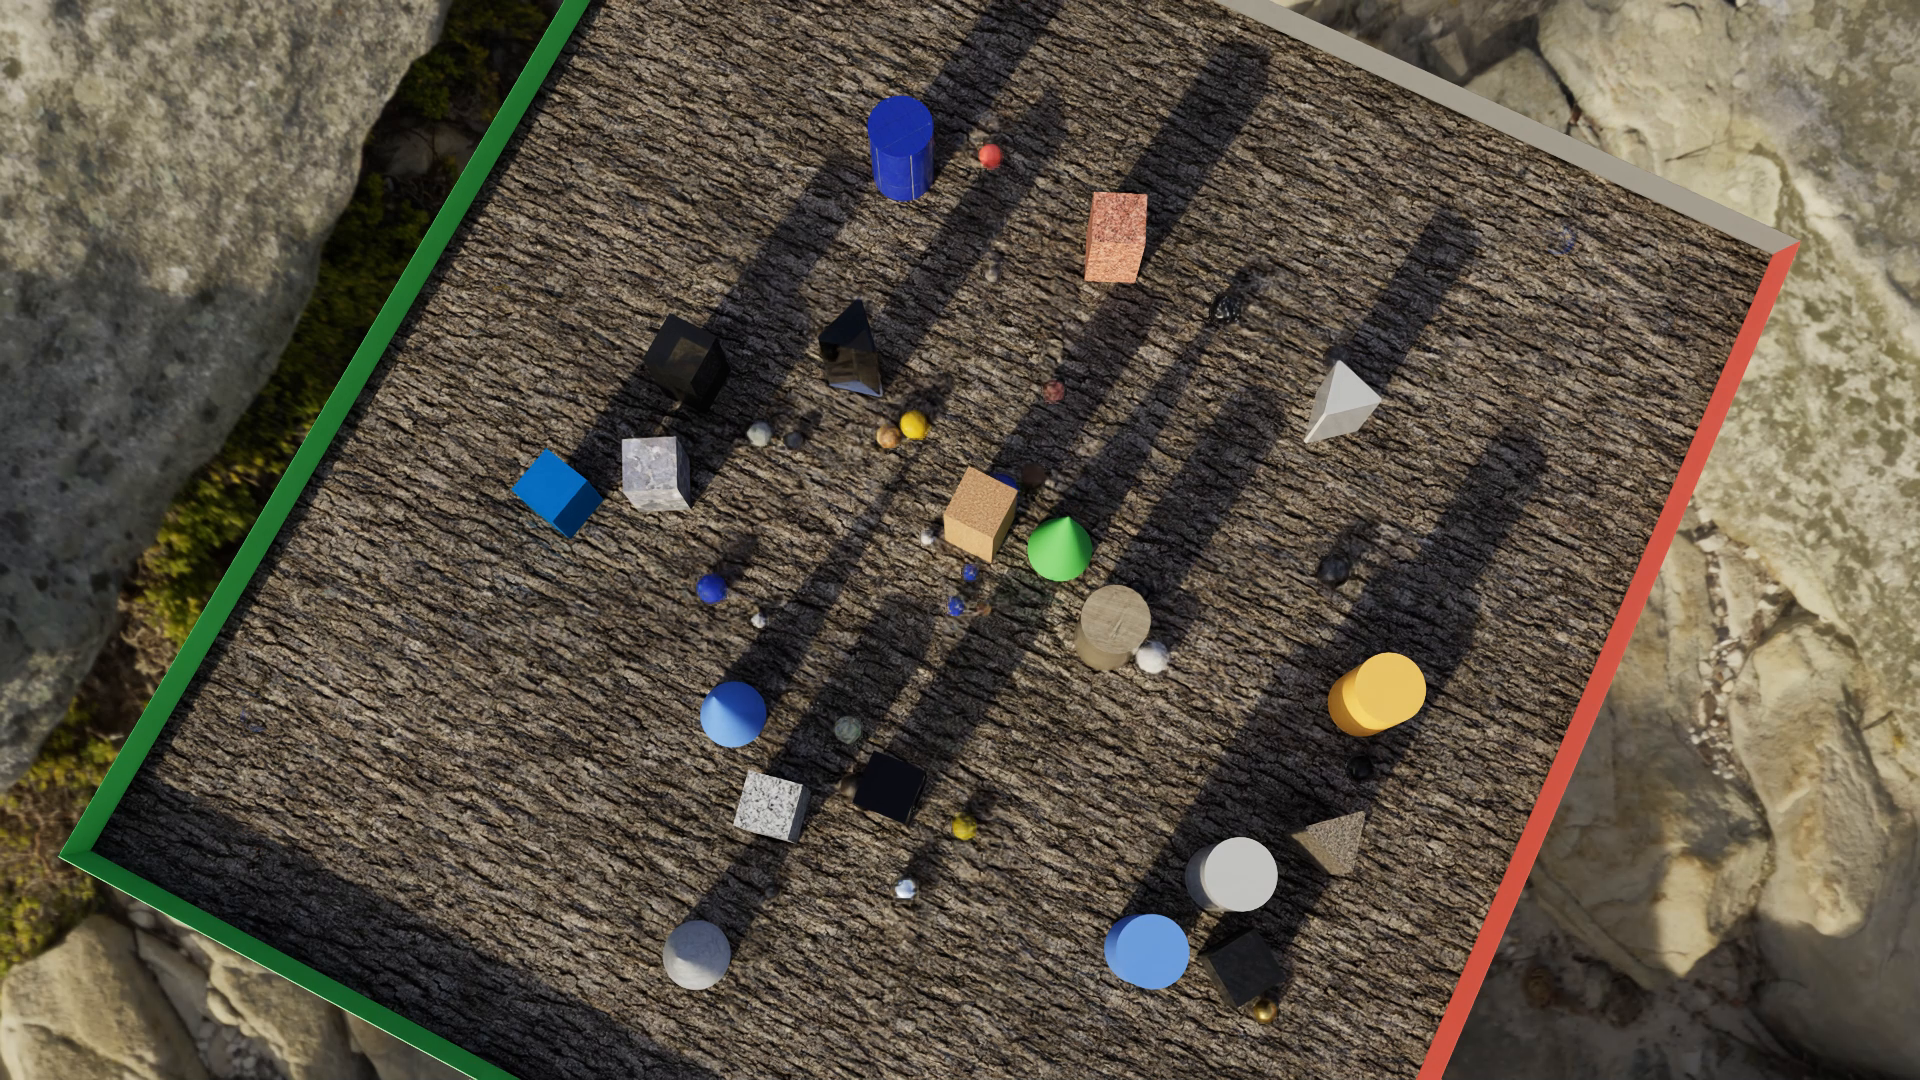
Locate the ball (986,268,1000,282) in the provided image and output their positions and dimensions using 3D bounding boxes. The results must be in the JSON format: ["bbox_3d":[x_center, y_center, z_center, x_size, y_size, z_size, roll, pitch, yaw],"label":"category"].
[{"bbox_3d":[0.101,-0.833,5.766,0.045,0.045,0.045,0,78,0],"label":"ball"}]

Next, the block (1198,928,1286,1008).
[{"bbox_3d":[0.801,1.219,5.239,0.159,0.245,0.159,-30,80,-6],"label":"block"}]

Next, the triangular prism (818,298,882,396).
[{"bbox_3d":[-0.308,-0.584,5.506,0.172,0.453,0.149,14,79,3],"label":"triangular prism"}]

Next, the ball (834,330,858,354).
[{"bbox_3d":[-0.357,-0.617,5.706,0.075,0.075,0.075,0,78,0],"label":"ball"}]

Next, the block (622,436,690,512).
[{"bbox_3d":[-0.912,-0.196,5.517,0.159,0.275,0.159,-3,78,-1],"label":"block"}]

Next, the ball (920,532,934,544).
[{"bbox_3d":[-0.099,-0.006,5.596,0.042,0.042,0.042,0,78,0],"label":"ball"}]

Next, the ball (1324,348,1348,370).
[{"bbox_3d":[1.170,-0.561,5.696,0.073,0.073,0.073,0,78,0],"label":"ball"}]

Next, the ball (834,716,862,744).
[{"bbox_3d":[-0.334,0.565,5.458,0.082,0.082,0.082,0,78,0],"label":"ball"}]

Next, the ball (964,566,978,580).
[{"bbox_3d":[0.033,0.101,5.572,0.046,0.046,0.046,0,78,0],"label":"ball"}]

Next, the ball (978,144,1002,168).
[{"bbox_3d":[0.097,-1.223,5.832,0.074,0.074,0.074,0,78,0],"label":"ball"}]

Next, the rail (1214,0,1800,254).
[{"bbox_3d":[0.887,-1.731,5.908,3.822,0.129,0.045,26,80,5],"label":"rail"}]

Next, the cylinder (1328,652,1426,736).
[{"bbox_3d":[1.206,0.454,5.323,0.199,0.391,0.199,0,78,0],"label":"cylinder"}]

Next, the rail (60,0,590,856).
[{"bbox_3d":[-1.688,-0.820,5.719,0.045,0.129,4.015,26,80,5],"label":"rail"}]

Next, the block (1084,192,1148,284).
[{"bbox_3d":[0.476,-0.926,5.635,0.159,0.340,0.159,3,78,1],"label":"block"}]

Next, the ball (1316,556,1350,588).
[{"bbox_3d":[1.130,0.097,5.546,0.098,0.098,0.098,0,78,0],"label":"ball"}]

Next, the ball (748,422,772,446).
[{"bbox_3d":[-0.616,-0.327,5.646,0.076,0.076,0.076,0,78,0],"label":"ball"}]

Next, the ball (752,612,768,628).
[{"bbox_3d":[-0.606,0.243,5.543,0.046,0.046,0.046,0,78,0],"label":"ball"}]

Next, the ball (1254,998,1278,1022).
[{"bbox_3d":[0.883,1.360,5.301,0.068,0.068,0.068,0,78,0],"label":"ball"}]

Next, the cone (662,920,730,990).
[{"bbox_3d":[-0.771,1.178,5.186,0.199,0.367,0.199,0,78,0],"label":"cone"}]

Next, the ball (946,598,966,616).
[{"bbox_3d":[-0.012,0.203,5.547,0.055,0.055,0.055,0,78,0],"label":"ball"}]

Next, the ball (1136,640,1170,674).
[{"bbox_3d":[0.577,0.350,5.494,0.099,0.099,0.099,0,78,0],"label":"ball"}]

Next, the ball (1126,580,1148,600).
[{"bbox_3d":[0.532,0.162,5.543,0.078,0.078,0.078,0,78,0],"label":"ball"}]

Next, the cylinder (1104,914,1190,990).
[{"bbox_3d":[0.522,1.156,5.164,0.199,0.417,0.199,0,78,0],"label":"cylinder"}]

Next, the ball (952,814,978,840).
[{"bbox_3d":[0.015,0.845,5.403,0.076,0.076,0.076,0,78,0],"label":"ball"}]

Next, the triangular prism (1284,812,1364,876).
[{"bbox_3d":[1.073,0.843,5.262,0.149,0.353,0.172,-44,82,-8],"label":"triangular prism"}]

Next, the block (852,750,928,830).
[{"bbox_3d":[-0.200,0.726,5.311,0.159,0.304,0.159,22,79,4],"label":"block"}]

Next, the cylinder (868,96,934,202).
[{"bbox_3d":[-0.180,-1.211,5.690,0.199,0.348,0.199,0,78,0],"label":"cylinder"}]

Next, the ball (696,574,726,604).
[{"bbox_3d":[-0.751,0.148,5.540,0.091,0.091,0.091,0,78,0],"label":"ball"}]

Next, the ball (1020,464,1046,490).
[{"bbox_3d":[0.225,-0.195,5.616,0.080,0.080,0.080,0,78,0],"label":"ball"}]

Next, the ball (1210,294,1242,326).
[{"bbox_3d":[0.830,-0.716,5.716,0.096,0.096,0.096,0,78,0],"label":"ball"}]

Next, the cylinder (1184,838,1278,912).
[{"bbox_3d":[0.763,0.952,5.193,0.199,0.444,0.199,0,78,0],"label":"cylinder"}]

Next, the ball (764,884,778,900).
[{"bbox_3d":[-0.554,1.032,5.381,0.044,0.044,0.044,0,78,0],"label":"ball"}]

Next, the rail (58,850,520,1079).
[{"bbox_3d":[-0.887,1.744,5.189,3.822,0.129,0.045,26,80,5],"label":"rail"}]

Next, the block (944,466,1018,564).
[{"bbox_3d":[0.060,-0.071,5.443,0.159,0.370,0.159,26,80,5],"label":"block"}]

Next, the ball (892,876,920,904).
[{"bbox_3d":[-0.159,1.023,5.363,0.081,0.081,0.081,0,78,0],"label":"ball"}]

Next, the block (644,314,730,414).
[{"bbox_3d":[-0.823,-0.530,5.551,0.159,0.344,0.159,27,80,5],"label":"block"}]

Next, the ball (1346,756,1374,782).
[{"bbox_3d":[1.187,0.678,5.438,0.076,0.076,0.076,0,78,0],"label":"ball"}]

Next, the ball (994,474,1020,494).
[{"bbox_3d":[0.131,-0.150,5.597,0.099,0.099,0.099,0,78,0],"label":"ball"}]

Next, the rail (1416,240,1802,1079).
[{"bbox_3d":[1.688,0.833,5.377,0.045,0.129,4.015,26,80,5],"label":"rail"}]

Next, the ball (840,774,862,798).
[{"bbox_3d":[-0.317,0.729,5.422,0.072,0.072,0.072,0,78,0],"label":"ball"}]

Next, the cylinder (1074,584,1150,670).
[{"bbox_3d":[0.443,0.261,5.379,0.199,0.360,0.199,0,78,0],"label":"cylinder"}]

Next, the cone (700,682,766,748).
[{"bbox_3d":[-0.681,0.478,5.291,0.199,0.444,0.199,0,78,0],"label":"cone"}]

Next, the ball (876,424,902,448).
[{"bbox_3d":[-0.219,-0.320,5.644,0.077,0.077,0.077,0,78,0],"label":"ball"}]

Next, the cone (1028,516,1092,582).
[{"bbox_3d":[0.306,-0.019,5.381,0.199,0.469,0.199,0,78,0],"label":"cone"}]

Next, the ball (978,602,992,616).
[{"bbox_3d":[0.073,0.209,5.552,0.043,0.043,0.043,0,78,0],"label":"ball"}]

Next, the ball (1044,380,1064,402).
[{"bbox_3d":[0.291,-0.462,5.678,0.067,0.067,0.067,0,78,0],"label":"ball"}]

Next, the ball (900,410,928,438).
[{"bbox_3d":[-0.141,-0.356,5.645,0.089,0.089,0.089,0,78,0],"label":"ball"}]

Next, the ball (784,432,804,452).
[{"bbox_3d":[-0.514,-0.303,5.648,0.061,0.061,0.061,0,78,0],"label":"ball"}]

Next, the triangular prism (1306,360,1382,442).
[{"bbox_3d":[1.134,-0.426,5.539,0.172,0.324,0.149,-14,79,-3],"label":"triangular prism"}]

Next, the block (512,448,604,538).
[{"bbox_3d":[-1.208,-0.136,5.514,0.159,0.255,0.159,37,81,7],"label":"block"}]

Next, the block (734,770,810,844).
[{"bbox_3d":[-0.541,0.776,5.306,0.159,0.294,0.159,14,79,3],"label":"block"}]
